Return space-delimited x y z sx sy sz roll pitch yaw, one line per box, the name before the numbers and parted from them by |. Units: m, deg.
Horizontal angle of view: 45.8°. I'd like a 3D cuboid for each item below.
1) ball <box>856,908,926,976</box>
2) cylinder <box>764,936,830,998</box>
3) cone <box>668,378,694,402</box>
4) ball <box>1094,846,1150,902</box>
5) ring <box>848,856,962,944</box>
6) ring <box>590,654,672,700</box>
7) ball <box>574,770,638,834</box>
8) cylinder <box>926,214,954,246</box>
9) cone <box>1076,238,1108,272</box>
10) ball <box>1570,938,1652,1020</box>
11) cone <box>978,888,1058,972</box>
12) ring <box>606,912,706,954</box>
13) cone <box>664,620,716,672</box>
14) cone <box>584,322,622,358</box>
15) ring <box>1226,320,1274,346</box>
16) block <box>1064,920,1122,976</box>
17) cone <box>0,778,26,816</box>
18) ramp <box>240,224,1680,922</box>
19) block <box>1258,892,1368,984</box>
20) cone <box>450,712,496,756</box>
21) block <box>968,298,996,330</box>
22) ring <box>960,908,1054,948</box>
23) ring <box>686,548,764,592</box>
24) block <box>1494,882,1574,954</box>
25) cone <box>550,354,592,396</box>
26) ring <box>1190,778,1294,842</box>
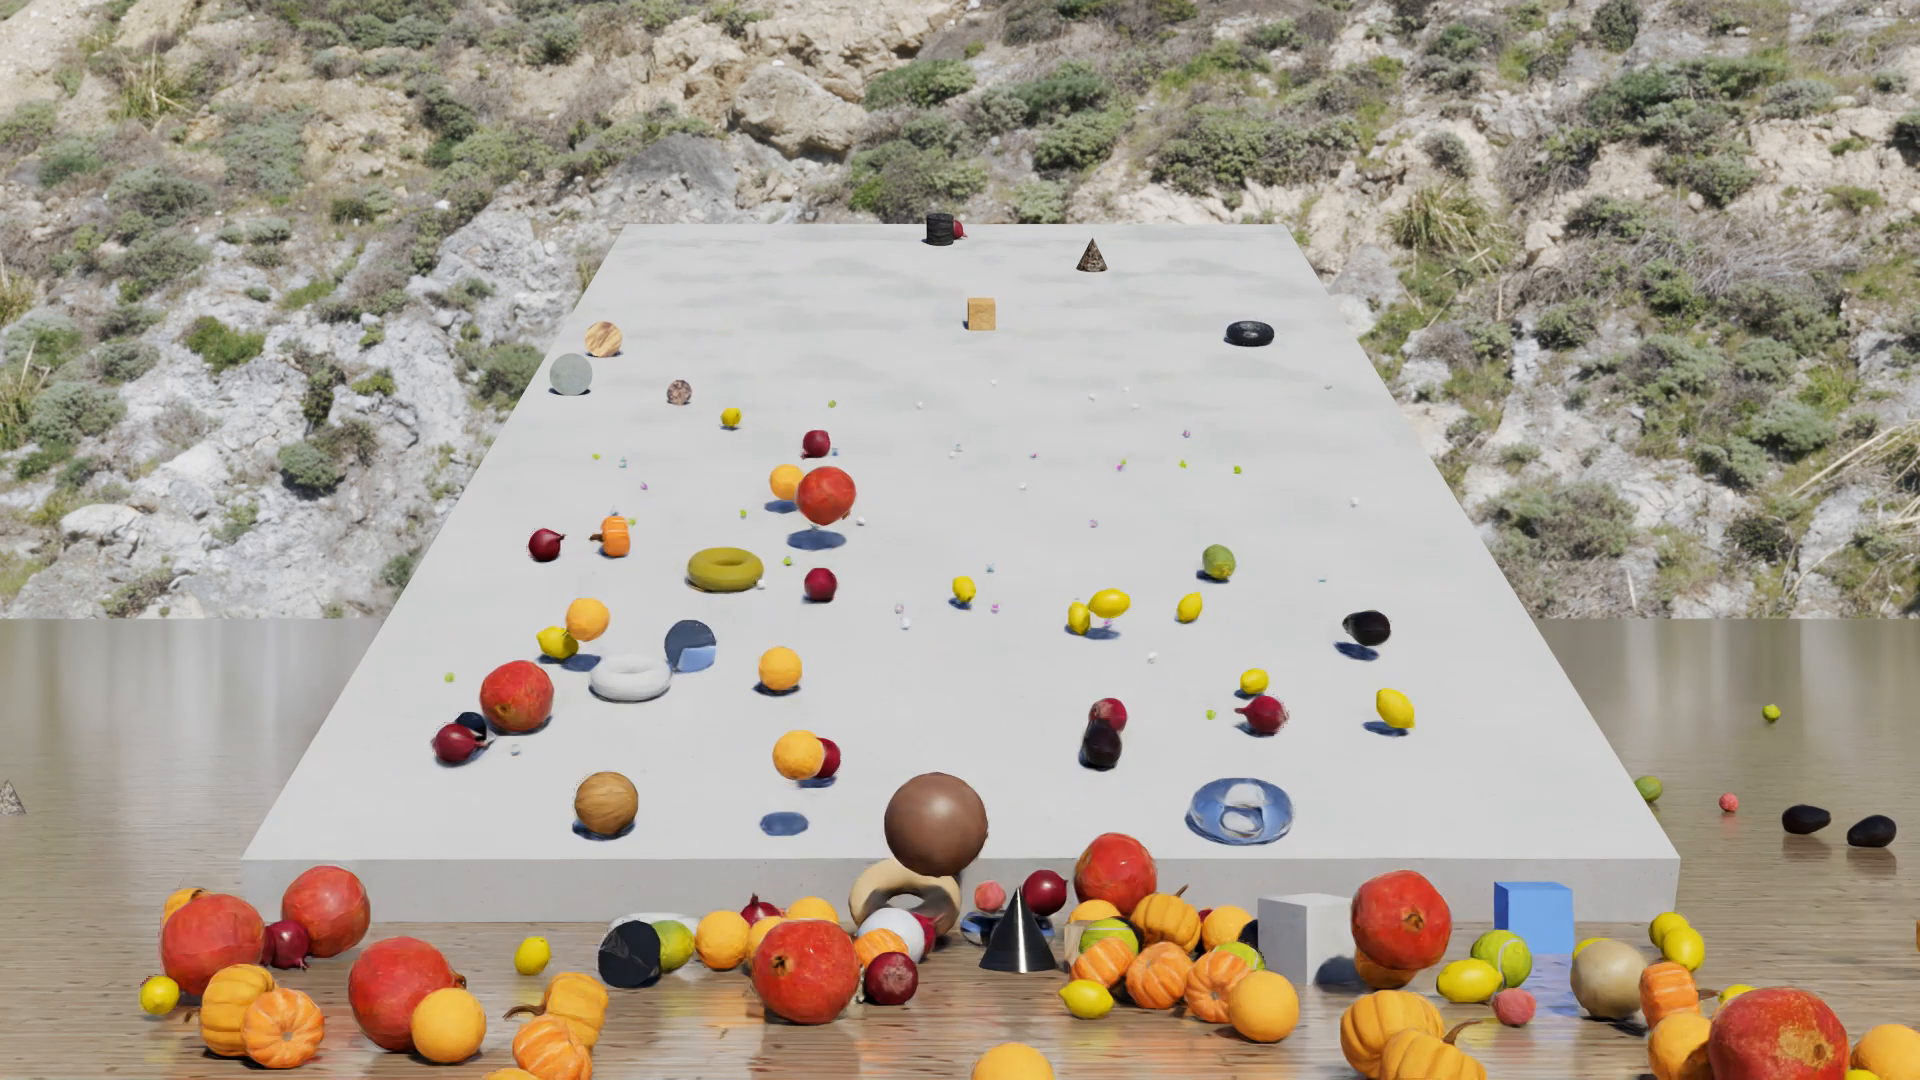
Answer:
ball | -0.082 0.480 2.718 0.082 0.082 0.082 0 -2 0
cylinder | -0.184 0.482 2.571 0.068 0.068 0.068 0 -2 -10
cone | -0.632 -0.331 5.188 0.058 0.058 0.058 0 -15 3
ball | 0.217 0.449 3.052 0.075 0.075 0.075 0 -2 0
ring | -0.072 0.477 3.000 0.149 0.050 0.149 0 35 0
ring | -0.533 0.222 3.686 0.131 0.044 0.131 1 20 0
ball | -0.500 0.372 3.218 0.090 0.090 0.090 0 -2 0
cylinder | -0.058 -0.909 6.657 0.080 0.080 0.080 0 21 0
cone | 0.370 -0.804 6.364 0.090 0.090 0.090 0 21 0
ball | 0.697 0.470 2.436 0.084 0.084 0.084 0 -2 0
cone | 0.072 0.475 2.799 0.098 0.098 0.098 0 -2 0
ring | -0.392 0.508 2.942 0.127 0.042 0.127 1 -3 0
cone | -0.461 0.181 3.800 0.088 0.088 0.088 1 -8 -21
cone | -0.869 -0.483 5.571 0.090 0.090 0.090 0 -6 -3
ring | 0.723 -0.515 5.664 0.122 0.041 0.122 1 22 0
block | 0.162 0.494 2.756 0.057 0.057 0.057 -1 -2 18
cone | -2.053 0.551 4.902 0.079 0.079 0.079 0 -2 0
ramp | -0.005 -0.211 5.049 2.000 0.100 4.000 0 21 0
block | 0.421 0.476 2.719 0.092 0.092 0.092 1 -2 -31
cone | -0.733 0.300 3.493 0.068 0.068 0.068 -1 -9 27
block | 0.055 -0.574 5.782 0.068 0.068 0.068 -1 21 -3
ring | 0.062 0.509 2.974 0.124 0.041 0.124 3 0 0
ring | -0.427 0.053 4.132 0.141 0.047 0.141 4 21 -1
block | 0.739 0.487 2.930 0.082 0.082 0.082 0 -2 1
cone | -0.893 -0.375 5.277 0.100 0.100 0.100 0 -6 2
ring | 0.403 0.385 3.247 0.149 0.050 0.149 1 19 0
